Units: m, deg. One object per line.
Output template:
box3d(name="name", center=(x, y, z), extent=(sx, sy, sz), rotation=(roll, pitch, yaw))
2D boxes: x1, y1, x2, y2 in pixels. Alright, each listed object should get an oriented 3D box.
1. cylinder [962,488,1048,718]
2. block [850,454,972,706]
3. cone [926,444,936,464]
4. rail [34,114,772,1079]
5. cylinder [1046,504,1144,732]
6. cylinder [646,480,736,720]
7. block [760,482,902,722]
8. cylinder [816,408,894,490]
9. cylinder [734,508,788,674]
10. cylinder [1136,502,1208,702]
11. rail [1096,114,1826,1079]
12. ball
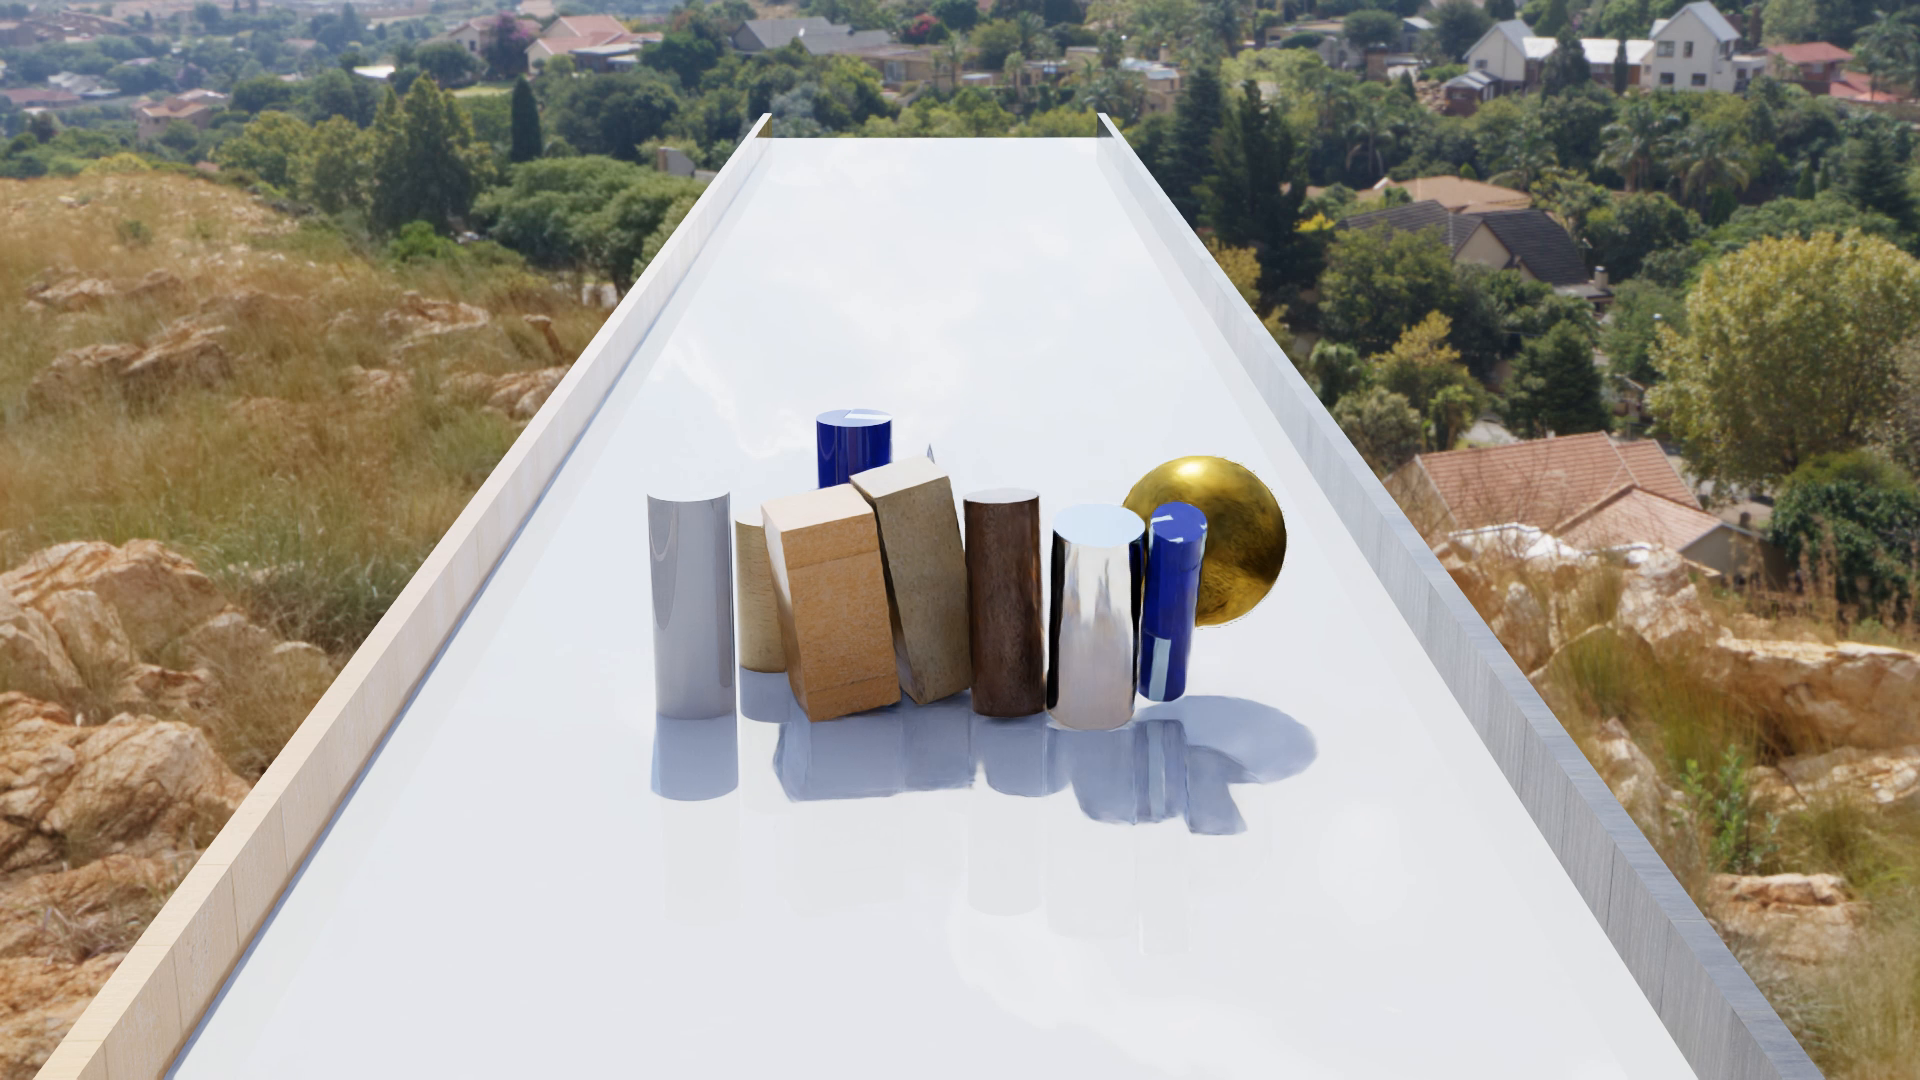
box3d(name="cylinder", center=(0.085, 0.116, 4.102), extent=(0.143, 0.406, 0.143), rotation=(-2, 12, 1))
box3d(name="block", center=(-0.075, 0.075, 4.173), extent=(0.147, 0.431, 0.147), rotation=(-18, 23, -15))
box3d(name="cone", center=(-0.067, -0.065, 4.890), extent=(0.162, 0.316, 0.162), rotation=(0, 17, 0))
box3d(name="rail", center=(-1.118, -0.838, 7.780), extent=(0.050, 0.150, 12.000), rotation=(0, 17, -1))
box3d(name="cylinder", center=(0.246, 0.143, 4.021), extent=(0.165, 0.388, 0.165), rotation=(0, 29, 0))
box3d(name="cylinder", center=(-0.500, 0.111, 4.110), extent=(0.153, 0.423, 0.153), rotation=(0, 17, 0))
box3d(name="block", center=(-0.241, 0.115, 4.115), extent=(0.176, 0.383, 0.176), rotation=(-13, 22, -13))
box3d(name="cylinder", center=(-0.220, -0.047, 4.628), extent=(0.160, 0.432, 0.160), rotation=(0, 17, 0))
box3d(name="cylinder", center=(-0.372, 0.098, 4.368), extent=(0.145, 0.302, 0.145), rotation=(0, 17, 0))
box3d(name="cylinder", center=(0.382, 0.119, 4.017), extent=(0.100, 0.433, 0.100), rotation=(0, 46, 0))
box3d(name="rail", center=(0.932, -0.844, 7.801), extent=(0.050, 0.150, 12.000), rotation=(0, 17, -1))
box3d(name="ball", center=(0.456, 0.002, 4.184), extent=(0.327, 0.327, 0.327), rotation=(0, 17, 0))
